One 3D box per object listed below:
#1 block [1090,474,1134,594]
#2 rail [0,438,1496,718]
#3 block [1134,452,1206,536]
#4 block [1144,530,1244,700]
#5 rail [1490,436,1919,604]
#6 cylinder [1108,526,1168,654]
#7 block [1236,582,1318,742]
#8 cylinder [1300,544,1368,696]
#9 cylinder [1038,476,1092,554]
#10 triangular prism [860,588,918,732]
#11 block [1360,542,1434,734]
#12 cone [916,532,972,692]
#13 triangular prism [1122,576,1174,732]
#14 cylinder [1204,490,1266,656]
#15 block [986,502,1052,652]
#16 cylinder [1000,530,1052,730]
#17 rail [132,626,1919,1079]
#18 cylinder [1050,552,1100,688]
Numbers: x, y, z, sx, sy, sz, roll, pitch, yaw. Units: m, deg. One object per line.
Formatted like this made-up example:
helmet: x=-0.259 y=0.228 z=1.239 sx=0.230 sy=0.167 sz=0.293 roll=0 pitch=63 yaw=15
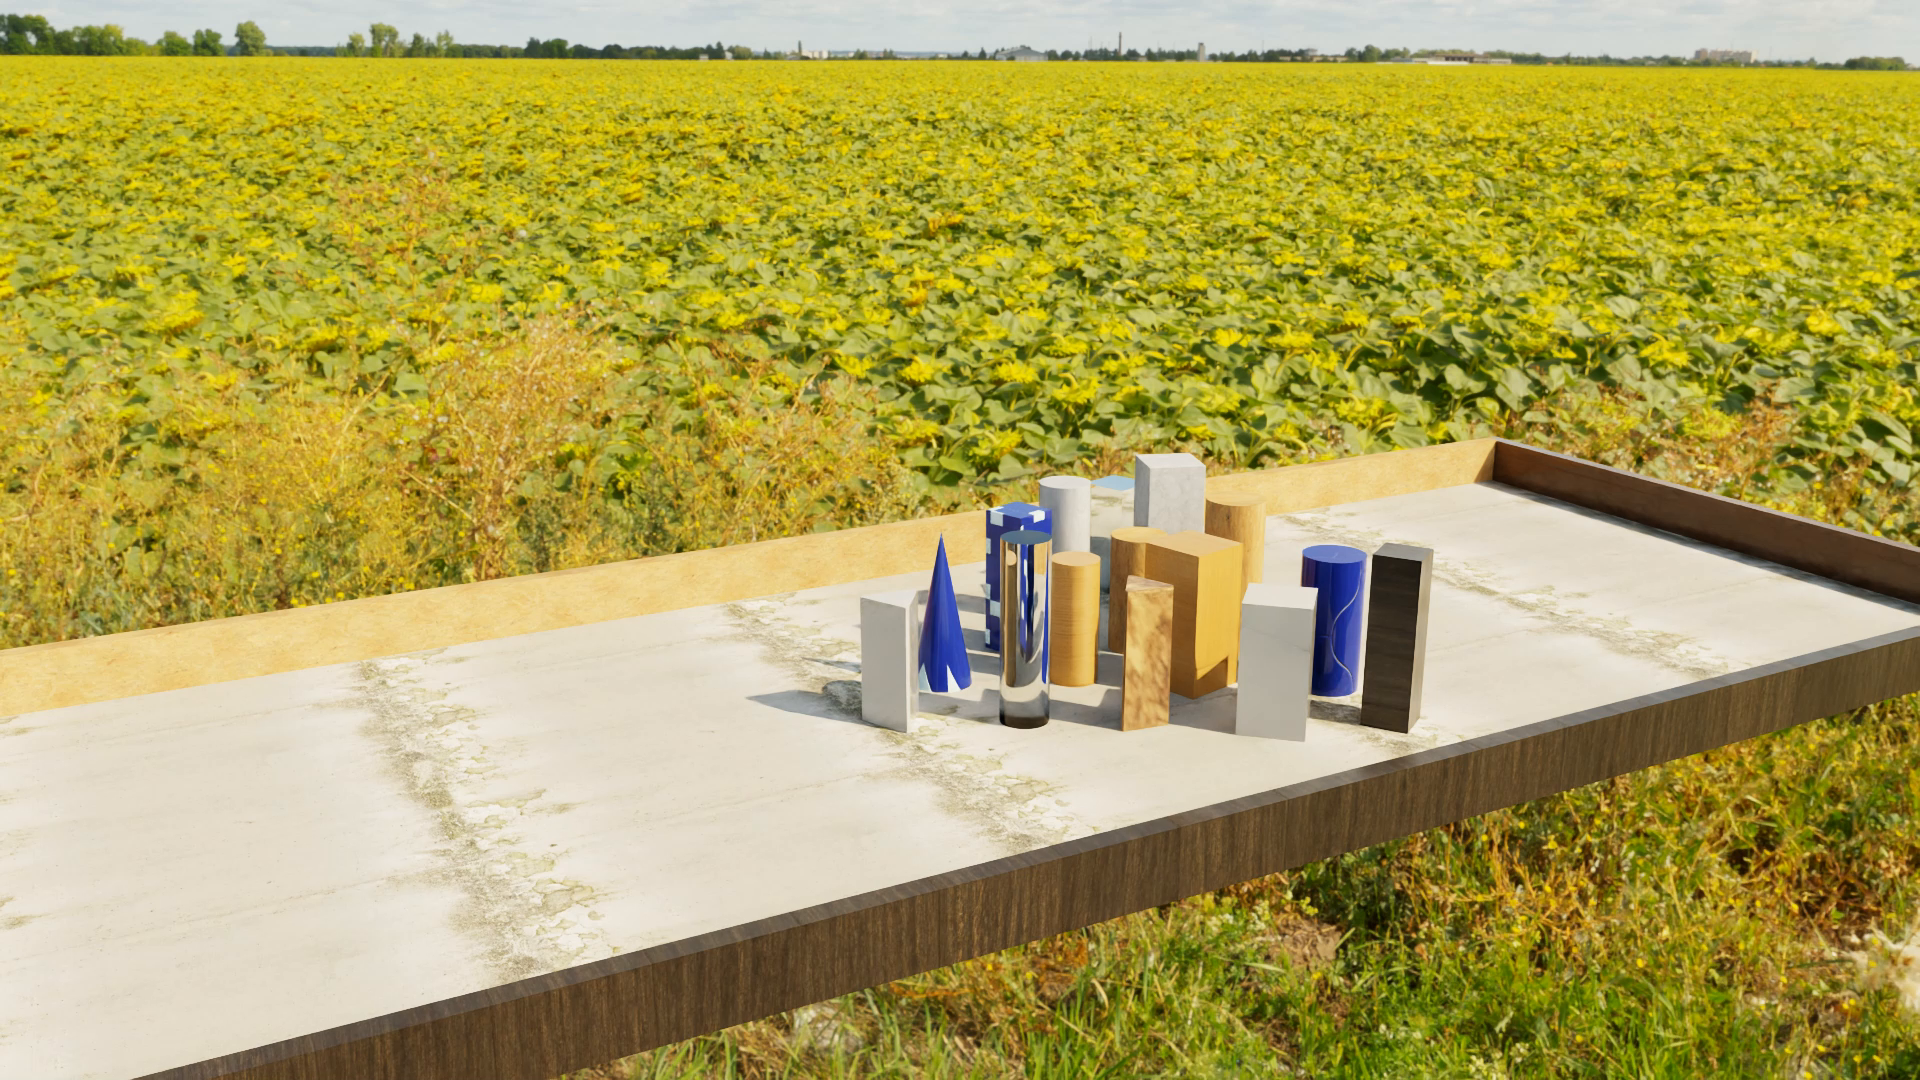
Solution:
block: x=0.459 y=-0.015 z=4.846 sx=0.137 sy=0.316 sz=0.137 roll=15 pitch=22 yaw=41
rail: x=-3.305 y=0.497 z=3.399 sx=12.000 sy=0.150 sz=0.050 roll=-9 pitch=18 yaw=-27
block: x=0.577 y=-0.007 z=4.592 sx=0.155 sy=0.443 sz=0.155 roll=-3 pitch=17 yaw=-9
block: x=0.574 y=0.182 z=4.090 sx=0.168 sy=0.364 sz=0.168 roll=-15 pitch=22 yaw=-41
rail: x=2.466 y=-0.048 z=5.253 sx=0.050 sy=0.150 sz=2.100 roll=-9 pitch=18 yaw=-27
cylinder: x=0.468 y=0.134 z=4.348 sx=0.148 sy=0.310 sz=0.148 roll=0 pitch=16 yaw=0
block: x=0.735 y=0.282 z=3.826 sx=0.159 sy=0.321 sz=0.159 roll=4 pitch=17 yaw=15
cylinder: x=0.914 y=0.198 z=4.071 sx=0.156 sy=0.343 sz=0.156 roll=0 pitch=16 yaw=0
cylinder: x=0.288 y=0.029 z=4.565 sx=0.143 sy=0.390 sz=0.143 roll=0 pitch=16 yaw=0
triangular prism: x=-0.139 y=0.276 z=3.872 sx=0.141 sy=0.307 sz=0.122 roll=12 pitch=20 yaw=35
block: x=1.016 y=0.228 z=3.838 sx=0.112 sy=0.419 sz=0.112 roll=9 pitch=19 yaw=28
cone: x=-0.046 y=0.166 z=4.090 sx=0.155 sy=0.394 sz=0.155 roll=0 pitch=16 yaw=0
triangular prism: x=0.416 y=0.261 z=3.858 sx=0.121 sy=0.343 sz=0.105 roll=-6 pitch=17 yaw=-20
cylinder: x=0.718 y=0.086 z=4.342 sx=0.157 sy=0.406 sz=0.157 roll=0 pitch=16 yaw=0
block: x=0.153 y=0.103 z=4.337 sx=0.121 sy=0.377 sz=0.121 roll=15 pitch=22 yaw=41
cylinder: x=0.152 y=0.209 z=3.844 sx=0.119 sy=0.450 sz=0.119 roll=0 pitch=16 yaw=0
rail: x=-2.336 y=1.006 z=1.665 sx=12.000 sy=0.150 sz=0.050 roll=-9 pitch=18 yaw=-27
cylinder: x=0.285 y=0.197 z=4.122 sx=0.125 sy=0.317 sz=0.125 roll=0 pitch=16 yaw=0
